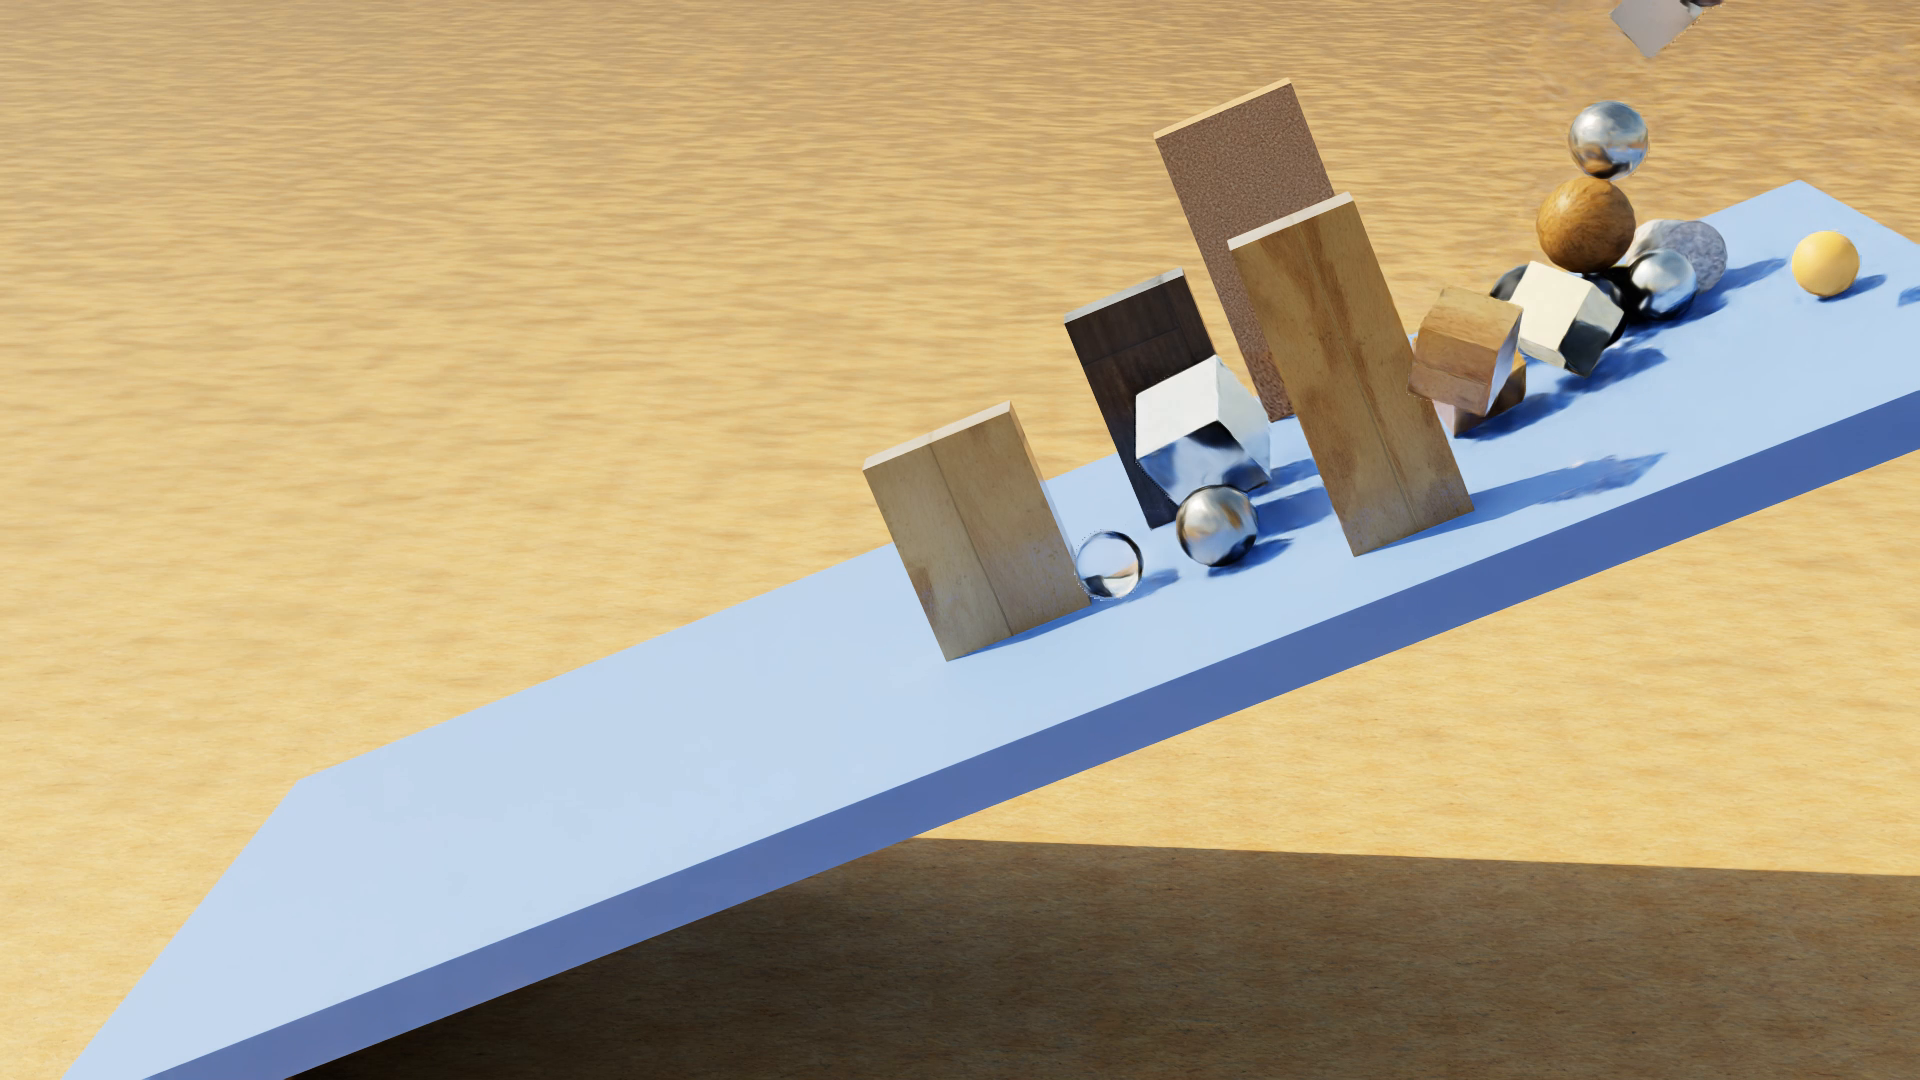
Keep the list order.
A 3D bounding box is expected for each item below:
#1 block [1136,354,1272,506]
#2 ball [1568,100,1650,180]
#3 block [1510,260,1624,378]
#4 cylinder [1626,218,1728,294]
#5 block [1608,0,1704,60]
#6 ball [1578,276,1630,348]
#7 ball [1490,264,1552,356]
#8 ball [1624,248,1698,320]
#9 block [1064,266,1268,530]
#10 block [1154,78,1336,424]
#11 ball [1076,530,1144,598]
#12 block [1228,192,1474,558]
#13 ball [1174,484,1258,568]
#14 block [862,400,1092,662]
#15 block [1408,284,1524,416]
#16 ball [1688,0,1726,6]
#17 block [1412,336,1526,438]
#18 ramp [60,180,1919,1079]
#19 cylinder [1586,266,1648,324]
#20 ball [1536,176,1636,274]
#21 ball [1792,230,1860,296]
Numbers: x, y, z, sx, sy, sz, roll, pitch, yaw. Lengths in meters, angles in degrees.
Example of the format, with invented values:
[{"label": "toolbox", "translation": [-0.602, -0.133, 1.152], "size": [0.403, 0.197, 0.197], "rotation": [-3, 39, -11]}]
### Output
[{"label": "block", "translation": [0.497, -0.212, 6.020], "size": [0.197, 0.197, 0.197], "rotation": [-27, 37, 26]}, {"label": "ball", "translation": [1.394, -0.859, 6.323], "size": [0.170, 0.170, 0.170], "rotation": [0, 14, 0]}, {"label": "block", "translation": [1.230, -0.452, 6.032], "size": [0.156, 0.156, 0.156], "rotation": [28, -1, 41]}, {"label": "cylinder", "translation": [1.554, -0.615, 6.385], "size": [0.160, 0.160, 0.160], "rotation": [-3, 8, -13]}, {"label": "block", "translation": [1.334, -1.011, 5.637], "size": [0.116, 0.116, 0.116], "rotation": [-41, 0, 28]}, {"label": "ball", "translation": [1.330, -0.478, 6.213], "size": [0.162, 0.162, 0.162], "rotation": [0, 14, 0]}, {"label": "ball", "translation": [1.242, -0.499, 6.372], "size": [0.200, 0.200, 0.200], "rotation": [0, 14, 0]}, {"label": "ball", "translation": [1.478, -0.538, 6.202], "size": [0.152, 0.152, 0.152], "rotation": [0, 14, 0]}, {"label": "block", "translation": [0.444, -0.305, 6.334], "size": [0.272, 0.489, 0.118], "rotation": [-22, 12, 8]}, {"label": "block", "translation": [0.736, -0.666, 6.792], "size": [0.331, 0.715, 0.124], "rotation": [-22, 12, 8]}, {"label": "ball", "translation": [0.302, 0.050, 5.925], "size": [0.137, 0.137, 0.137], "rotation": [0, 14, 0]}, {"label": "block", "translation": [0.730, -0.308, 5.495], "size": [0.241, 0.628, 0.122], "rotation": [-22, 12, 8]}, {"label": "ball", "translation": [0.508, -0.029, 5.816], "size": [0.164, 0.164, 0.164], "rotation": [0, 14, 0]}, {"label": "block", "translation": [0.037, -0.018, 5.996], "size": [0.320, 0.434, 0.112], "rotation": [-22, 12, 8]}, {"label": "block", "translation": [0.922, -0.347, 5.357], "size": [0.149, 0.149, 0.149], "rotation": [19, 44, 18]}, {"label": "ball", "translation": [1.419, -1.074, 5.580], "size": [0.123, 0.123, 0.123], "rotation": [0, 14, 0]}, {"label": "block", "translation": [1.039, -0.347, 6.002], "size": [0.165, 0.165, 0.165], "rotation": [-28, -25, -4]}, {"label": "ramp", "translation": [0.128, 0.172, 6.287], "size": [4.000, 0.100, 2.000], "rotation": [-22, 12, 8]}, {"label": "cylinder", "translation": [1.423, -0.529, 6.343], "size": [0.125, 0.125, 0.125], "rotation": [-4, 6, -17]}, {"label": "ball", "translation": [1.344, -0.675, 6.314], "size": [0.209, 0.209, 0.209], "rotation": [0, 14, 0]}, {"label": "ball", "translation": [1.727, -0.551, 5.868], "size": [0.131, 0.131, 0.131], "rotation": [0, 14, 0]}]
